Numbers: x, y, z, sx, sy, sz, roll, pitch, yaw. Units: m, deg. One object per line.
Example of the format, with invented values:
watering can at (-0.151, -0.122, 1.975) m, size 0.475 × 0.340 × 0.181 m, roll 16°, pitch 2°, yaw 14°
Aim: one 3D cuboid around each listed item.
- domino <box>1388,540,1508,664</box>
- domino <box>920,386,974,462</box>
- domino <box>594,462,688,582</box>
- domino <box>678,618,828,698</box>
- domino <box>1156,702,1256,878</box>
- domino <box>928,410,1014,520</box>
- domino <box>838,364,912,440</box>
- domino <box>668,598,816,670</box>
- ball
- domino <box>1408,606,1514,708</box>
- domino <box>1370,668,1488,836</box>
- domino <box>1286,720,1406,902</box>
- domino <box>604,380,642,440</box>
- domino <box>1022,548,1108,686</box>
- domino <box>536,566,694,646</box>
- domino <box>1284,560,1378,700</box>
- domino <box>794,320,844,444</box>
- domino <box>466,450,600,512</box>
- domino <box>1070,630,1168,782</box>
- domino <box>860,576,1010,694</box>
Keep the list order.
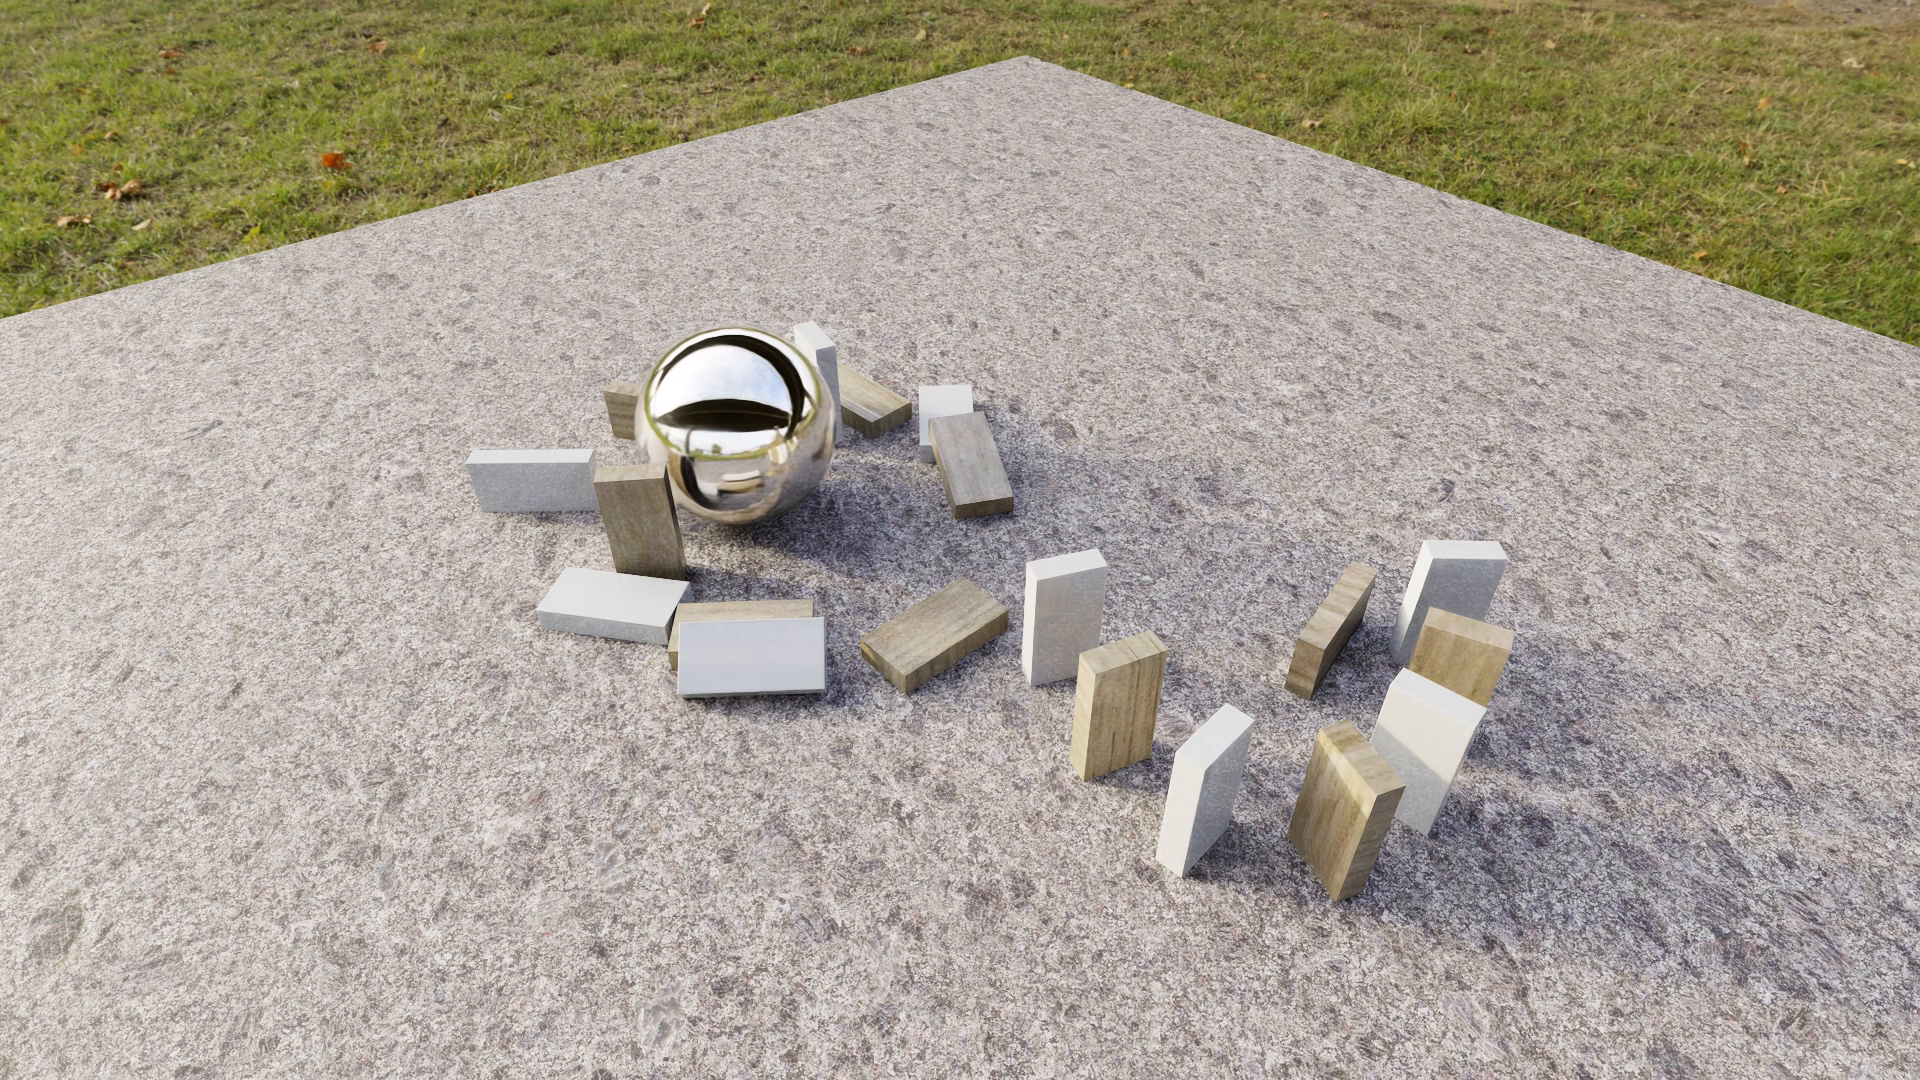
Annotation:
domino at (0.169, 0.023, 0.384) m, size 0.025 × 0.050 × 0.010 m, roll 1°, pitch 39°, yaw 1°
domino at (-0.006, -0.054, 0.510) m, size 0.025 × 0.010 × 0.050 m, roll -1°, pitch 39°, yaw -2°
domino at (-0.121, -0.005, 0.418) m, size 0.025 × 0.050 × 0.009 m, roll -4°, pitch 40°, yaw -5°
domino at (-0.072, 0.041, 0.383) m, size 0.050 × 0.009 × 0.025 m, roll -2°, pitch 74°, yaw -2°
domino at (0.071, 0.074, 0.321) m, size 0.010 × 0.050 × 0.025 m, roll 31°, pitch 49°, yaw 32°
domino at (0.004, -0.033, 0.474) m, size 0.025 × 0.010 × 0.050 m, roll -9°, pitch 54°, yaw -11°
domino at (-0.049, -0.067, 0.525) m, size 0.050 × 0.010 × 0.025 m, roll 32°, pitch 49°, yaw 33°
domino at (-0.079, 0.034, 0.402) m, size 0.050 × 0.010 × 0.025 m, roll -2°, pitch 39°, yaw -2°
ball at (-0.090, -0.046, 0.444) m, size 0.080 × 0.080 × 0.080 m, roll 0°, pitch 39°, yaw 0°
domino at (0.157, 0.047, 0.355) m, size 0.025 × 0.050 × 0.009 m, roll 18°, pitch 43°, yaw 20°
domino at (0.138, 0.065, 0.333) m, size 0.025 × 0.050 × 0.009 m, roll 29°, pitch 47°, yaw 30°
domino at (0.110, 0.078, 0.316) m, size 0.010 × 0.050 × 0.025 m, roll -14°, pitch 41°, yaw -16°
domino at (-0.135, -0.056, 0.499) m, size 0.050 × 0.025 × 0.010 m, roll 11°, pitch 40°, yaw 13°
domino at (0.035, 0.027, 0.378) m, size 0.025 × 0.050 × 0.009 m, roll -11°, pitch 41°, yaw -13°
domino at (-0.129, 0.025, 0.413) m, size 0.050 × 0.010 × 0.025 m, roll 7°, pitch 40°, yaw 8°
domino at (0.133, 0.032, 0.392) m, size 0.010 × 0.025 × 0.050 m, roll 25°, pitch 46°, yaw 27°
domino at (-0.064, -0.070, 0.497) m, size 0.009 × 0.050 × 0.025 m, roll -19°, pitch 43°, yaw -22°
domino at (-0.177, -0.025, 0.462) m, size 0.050 × 0.025 × 0.009 m, roll -1°, pitch 39°, yaw -1°
domino at (0.049, 0.053, 0.347) m, size 0.025 × 0.050 × 0.010 m, roll -16°, pitch 42°, yaw -18°
domino at (-0.009, 0.034, 0.402) m, size 0.050 × 0.009 × 0.025 m, roll -30°, pitch 48°, yaw -31°
